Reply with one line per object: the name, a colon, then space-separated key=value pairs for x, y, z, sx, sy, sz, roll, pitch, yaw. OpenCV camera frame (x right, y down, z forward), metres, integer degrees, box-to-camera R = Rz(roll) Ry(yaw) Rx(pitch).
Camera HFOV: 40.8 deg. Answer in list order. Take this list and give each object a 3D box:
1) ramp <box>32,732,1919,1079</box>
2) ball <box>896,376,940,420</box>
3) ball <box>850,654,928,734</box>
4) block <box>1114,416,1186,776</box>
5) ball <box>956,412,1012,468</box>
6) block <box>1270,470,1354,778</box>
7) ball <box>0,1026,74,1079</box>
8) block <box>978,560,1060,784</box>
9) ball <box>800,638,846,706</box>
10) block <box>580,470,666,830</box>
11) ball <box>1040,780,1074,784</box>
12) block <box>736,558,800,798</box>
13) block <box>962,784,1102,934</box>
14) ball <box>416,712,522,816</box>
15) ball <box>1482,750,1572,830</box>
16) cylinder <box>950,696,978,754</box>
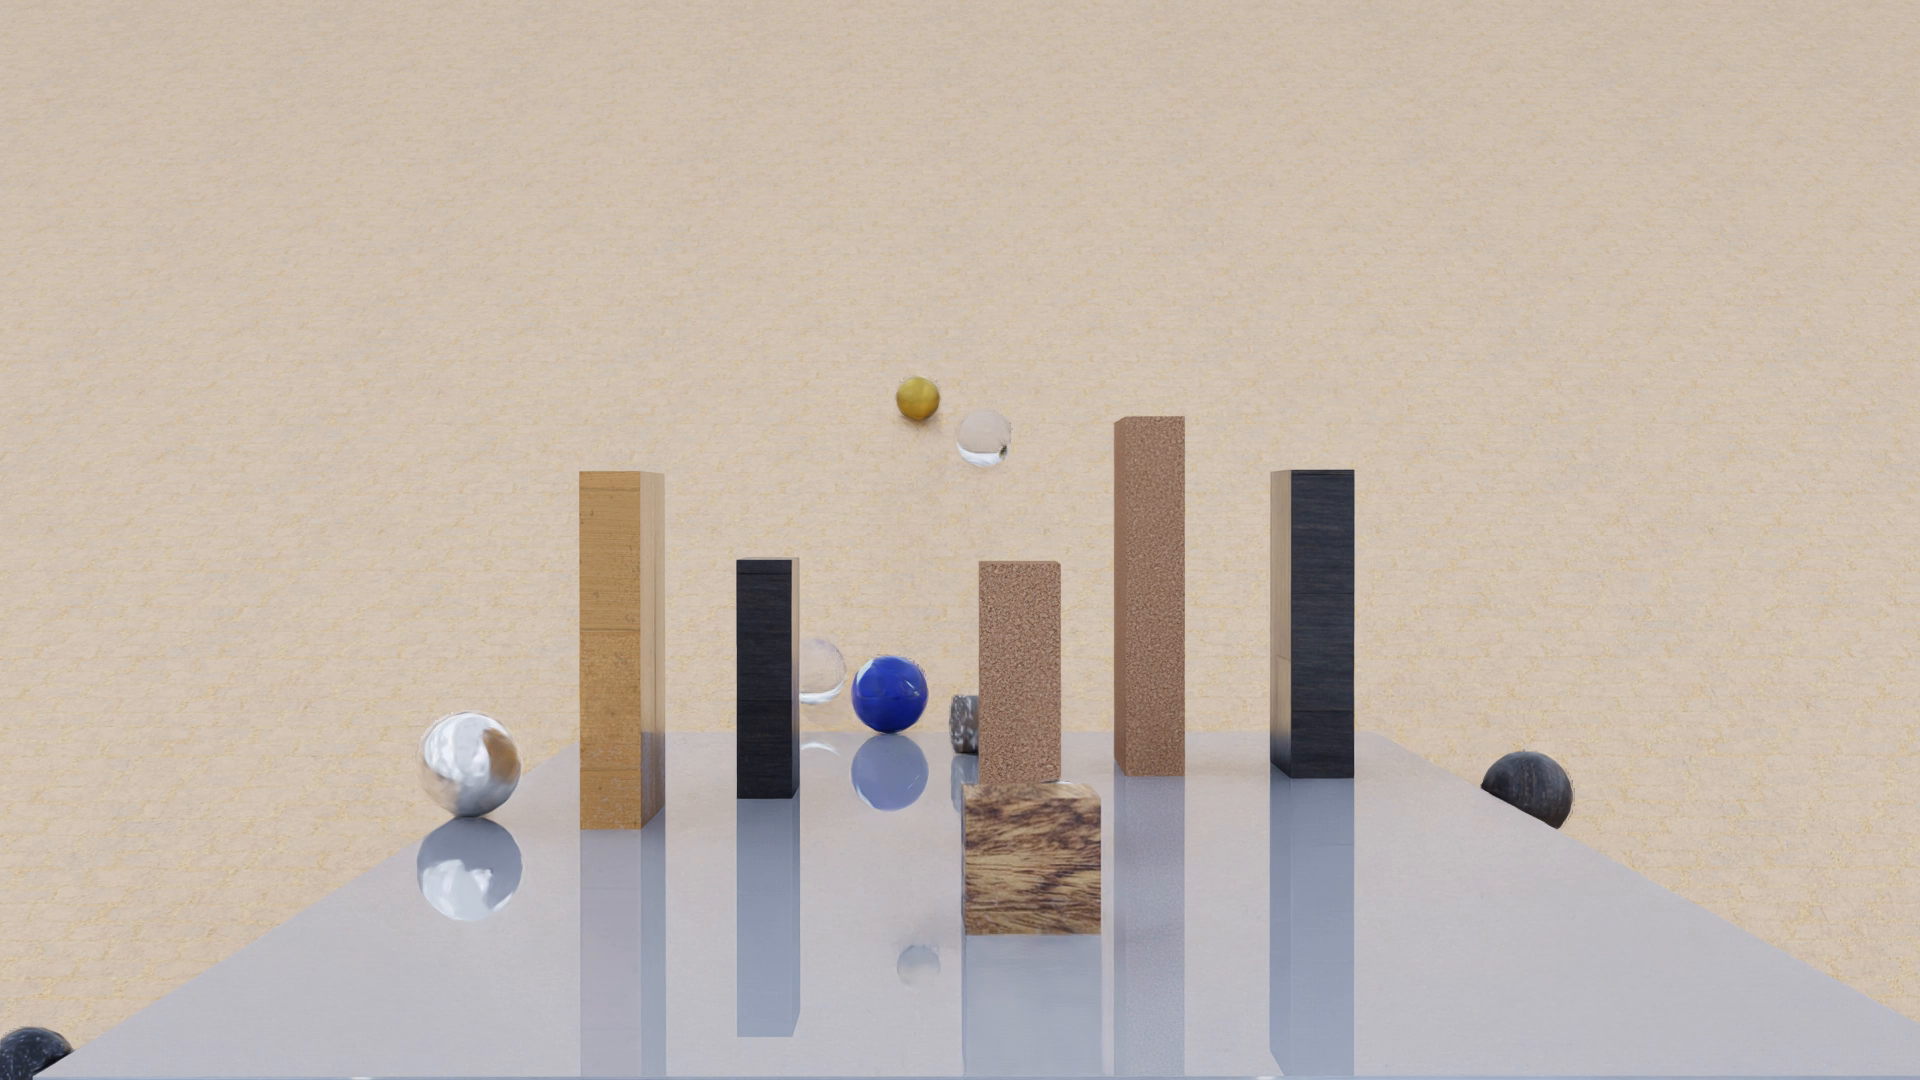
ramp: x=0.063 y=0.566 z=4.606 sx=2.000 sy=0.100 sz=4.000 roll=0 pitch=1 yaw=0
ball: x=-0.138 y=-0.464 z=8.440 sx=0.146 sy=0.146 sz=0.146 roll=0 pitch=28 yaw=0
ball: x=-0.179 y=0.392 z=6.576 sx=0.199 sy=0.199 sz=0.199 roll=0 pitch=28 yaw=0
block: x=0.417 y=0.118 z=5.721 sx=0.126 sy=0.768 sz=0.423 roll=0 pitch=1 yaw=0
ball: x=0.076 y=-0.317 z=8.132 sx=0.177 sy=0.177 sz=0.177 roll=0 pitch=28 yaw=0
block: x=0.767 y=0.176 z=5.647 sx=0.135 sy=0.654 sz=0.364 roll=0 pitch=1 yaw=0
ball: x=-1.949 y=1.114 z=5.423 sx=0.184 sy=0.184 sz=0.184 roll=0 pitch=28 yaw=0
block: x=0.100 y=0.278 z=4.391 sx=0.134 sy=0.481 sz=0.247 roll=0 pitch=1 yaw=0
ball: x=-0.391 y=0.350 z=6.871 sx=0.178 sy=0.178 sz=0.178 roll=0 pitch=28 yaw=0
block: x=-0.624 y=0.194 z=4.796 sx=0.109 sy=0.639 sz=0.386 roll=0 pitch=1 yaw=0
ball: x=0.159 y=0.455 z=4.204 sx=0.131 sy=0.131 sz=0.131 roll=0 pitch=28 yaw=0
block: x=-0.386 y=0.273 z=5.218 sx=0.109 sy=0.471 sz=0.255 roll=0 pitch=1 yaw=0
block: x=0.096 y=0.438 z=3.566 sx=0.182 sy=0.182 sz=0.182 roll=0 pitch=1 yaw=-2
ball: x=-0.913 y=0.417 z=4.807 sx=0.195 sy=0.195 sz=0.195 roll=0 pitch=28 yaw=0
ball: x=1.257 y=0.567 z=5.732 sx=0.200 sy=0.200 sz=0.200 roll=0 pitch=28 yaw=0
cylinder: x=0.060 y=0.429 z=6.017 sx=0.137 sy=0.137 sz=0.137 roll=0 pitch=27 yaw=-15
